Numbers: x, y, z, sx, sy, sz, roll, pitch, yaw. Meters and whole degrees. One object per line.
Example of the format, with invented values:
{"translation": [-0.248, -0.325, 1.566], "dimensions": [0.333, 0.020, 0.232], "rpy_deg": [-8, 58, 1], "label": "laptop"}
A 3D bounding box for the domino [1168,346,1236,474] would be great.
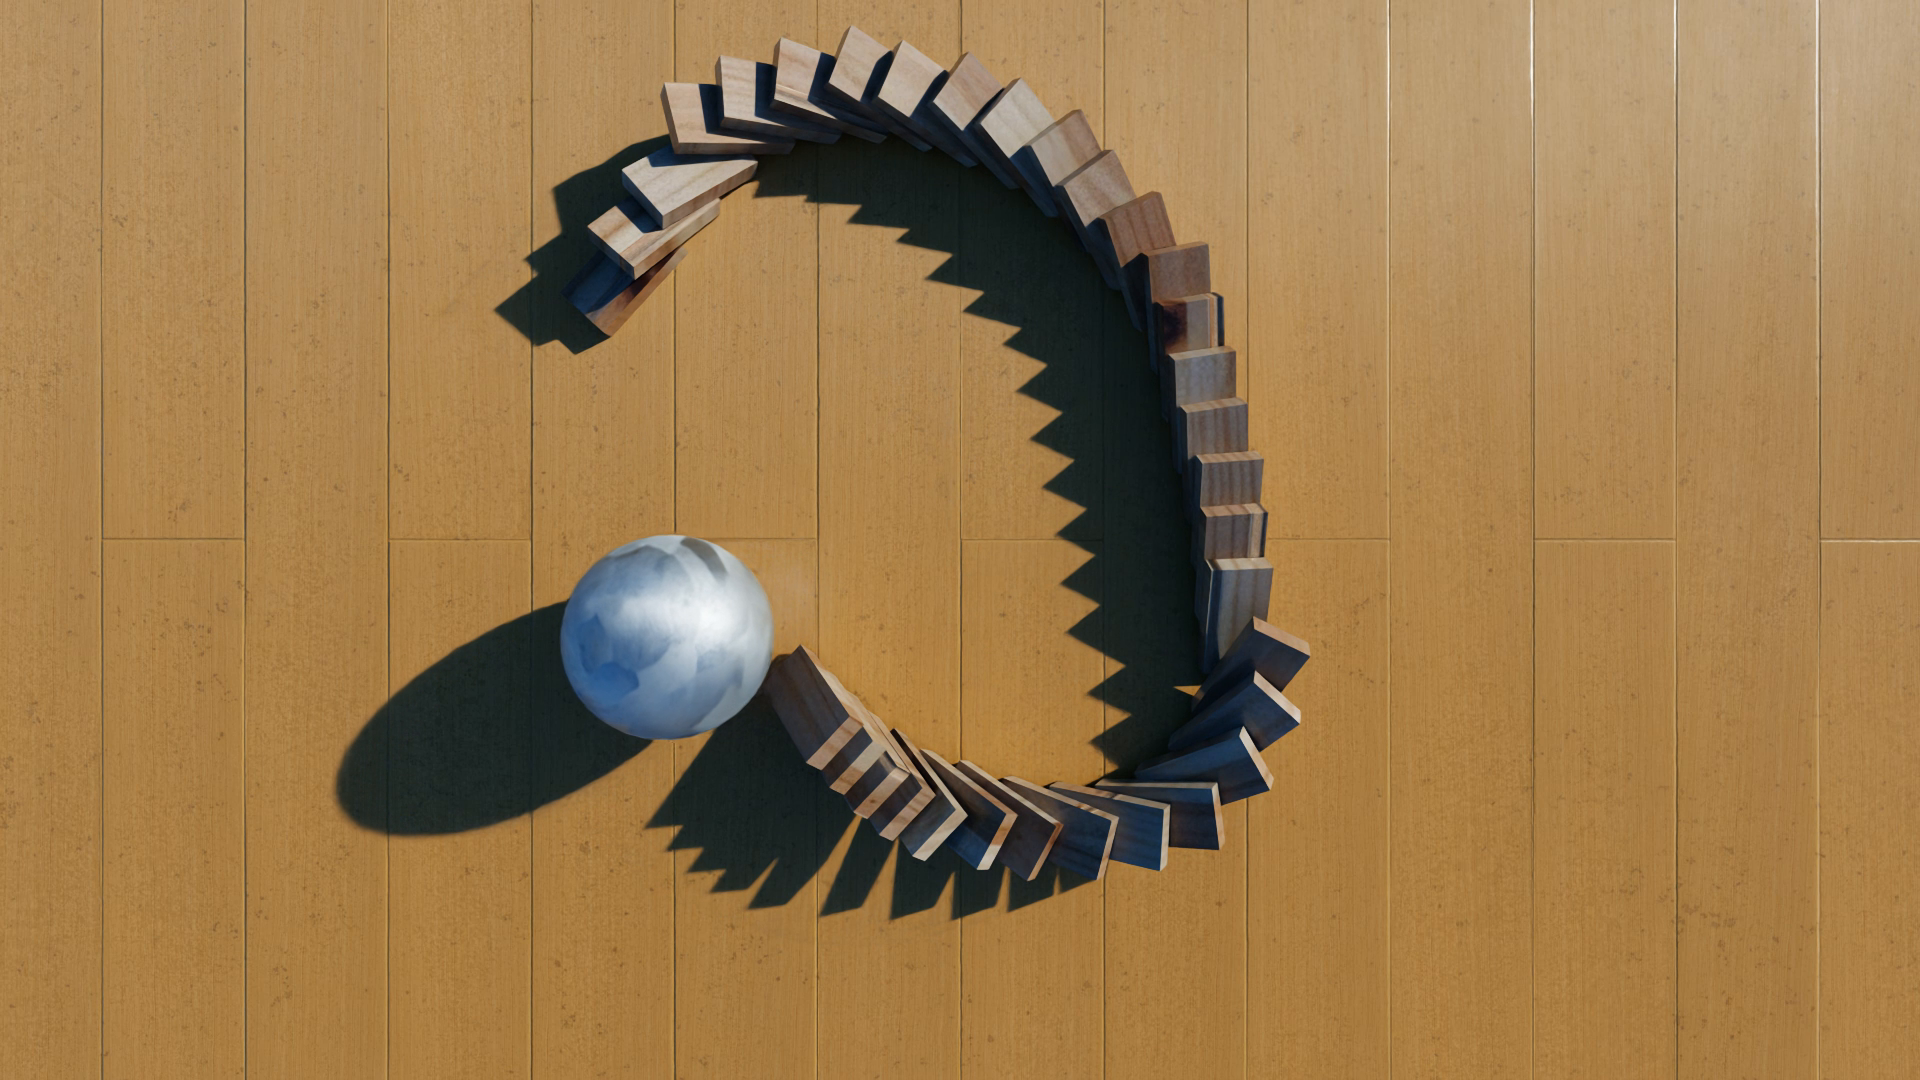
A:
{"translation": [0.102, -0.054, 0.385], "dimensions": [0.025, 0.009, 0.050], "rpy_deg": [-9, 117, 0], "label": "domino"}

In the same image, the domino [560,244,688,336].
{"translation": [-0.144, -0.115, 0.395], "dimensions": [0.025, 0.009, 0.050], "rpy_deg": [42, 90, 0], "label": "domino"}

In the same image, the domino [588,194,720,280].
{"translation": [-0.128, -0.135, 0.386], "dimensions": [0.025, 0.010, 0.050], "rpy_deg": [41, 66, -1], "label": "domino"}

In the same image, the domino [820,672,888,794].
{"translation": [-0.053, 0.078, 0.379], "dimensions": [0.025, 0.050, 0.009], "rpy_deg": [-47, 134, 0], "label": "domino"}

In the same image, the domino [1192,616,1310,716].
{"translation": [0.121, 0.058, 0.383], "dimensions": [0.025, 0.009, 0.050], "rpy_deg": [26, 121, 0], "label": "domino"}

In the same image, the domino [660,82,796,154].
{"translation": [-0.097, -0.176, 0.384], "dimensions": [0.050, 0.009, 0.025], "rpy_deg": [-13, 89, -29], "label": "domino"}

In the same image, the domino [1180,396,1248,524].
{"translation": [0.107, -0.033, 0.385], "dimensions": [0.025, 0.009, 0.050], "rpy_deg": [-9, 116, 0], "label": "domino"}

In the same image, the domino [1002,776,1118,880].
{"translation": [0.039, 0.120, 0.384], "dimensions": [0.050, 0.009, 0.025], "rpy_deg": [15, 90, 28], "label": "domino"}

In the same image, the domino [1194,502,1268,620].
{"translation": [0.113, 0.010, 0.385], "dimensions": [0.025, 0.010, 0.050], "rpy_deg": [-4, 116, 0], "label": "domino"}

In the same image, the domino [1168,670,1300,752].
{"translation": [0.114, 0.079, 0.383], "dimensions": [0.025, 0.010, 0.050], "rpy_deg": [42, 120, 0], "label": "domino"}

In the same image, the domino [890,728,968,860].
{"translation": [-0.021, 0.104, 0.380], "dimensions": [0.025, 0.010, 0.050], "rpy_deg": [-47, 48, 0], "label": "domino"}

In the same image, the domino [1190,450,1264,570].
{"translation": [0.112, -0.012, 0.385], "dimensions": [0.025, 0.009, 0.050], "rpy_deg": [-4, 116, -1], "label": "domino"}

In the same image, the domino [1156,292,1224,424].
{"translation": [0.097, -0.076, 0.384], "dimensions": [0.025, 0.009, 0.050], "rpy_deg": [-10, 117, -1], "label": "domino"}

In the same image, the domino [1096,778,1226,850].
{"translation": [0.083, 0.114, 0.383], "dimensions": [0.050, 0.010, 0.025], "rpy_deg": [-7, 91, 30], "label": "domino"}

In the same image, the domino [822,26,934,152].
{"translation": [-0.030, -0.188, 0.384], "dimensions": [0.050, 0.010, 0.025], "rpy_deg": [22, 90, -28], "label": "domino"}

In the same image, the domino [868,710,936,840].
{"translation": [-0.033, 0.096, 0.379], "dimensions": [0.025, 0.050, 0.009], "rpy_deg": [-47, 135, 0], "label": "domino"}

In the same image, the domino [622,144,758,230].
{"translation": [-0.113, -0.154, 0.385], "dimensions": [0.050, 0.010, 0.025], "rpy_deg": [-42, 90, -25], "label": "domino"}

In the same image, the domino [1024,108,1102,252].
{"translation": [0.050, -0.150, 0.384], "dimensions": [0.025, 0.010, 0.050], "rpy_deg": [-36, 117, 0], "label": "domino"}

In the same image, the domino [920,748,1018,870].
{"translation": [-0.003, 0.111, 0.381], "dimensions": [0.050, 0.009, 0.025], "rpy_deg": [28, 90, 36], "label": "domino"}

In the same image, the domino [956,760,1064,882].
{"translation": [0.015, 0.117, 0.384], "dimensions": [0.050, 0.009, 0.025], "rpy_deg": [28, 90, 28], "label": "domino"}

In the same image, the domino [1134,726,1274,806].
{"translation": [0.101, 0.099, 0.383], "dimensions": [0.050, 0.010, 0.025], "rpy_deg": [-30, 90, 31], "label": "domino"}

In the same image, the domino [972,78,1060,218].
{"translation": [0.031, -0.164, 0.384], "dimensions": [0.025, 0.009, 0.050], "rpy_deg": [-48, 118, 0], "label": "domino"}

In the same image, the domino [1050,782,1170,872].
{"translation": [0.062, 0.119, 0.384], "dimensions": [0.050, 0.010, 0.025], "rpy_deg": [4, 91, 29], "label": "domino"}

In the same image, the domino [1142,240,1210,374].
{"translation": [0.092, -0.097, 0.384], "dimensions": [0.025, 0.010, 0.050], "rpy_deg": [-12, 117, -1], "label": "domino"}

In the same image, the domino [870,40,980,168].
{"translation": [-0.010, -0.182, 0.384], "dimensions": [0.050, 0.009, 0.025], "rpy_deg": [24, 90, -28], "label": "domino"}

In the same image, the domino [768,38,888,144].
{"translation": [-0.054, -0.187, 0.384], "dimensions": [0.050, 0.010, 0.025], "rpy_deg": [6, 90, -28], "label": "domino"}

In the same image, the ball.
{"translation": [-0.113, 0.038, 0.360], "dimensions": [0.080, 0.080, 0.080], "rpy_deg": [0, 90, 0], "label": "ball"}

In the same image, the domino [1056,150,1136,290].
{"translation": [0.064, -0.134, 0.384], "dimensions": [0.025, 0.009, 0.050], "rpy_deg": [-36, 117, 0], "label": "domino"}

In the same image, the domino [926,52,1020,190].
{"translation": [0.013, -0.175, 0.384], "dimensions": [0.050, 0.009, 0.025], "rpy_deg": [36, 90, -28], "label": "domino"}

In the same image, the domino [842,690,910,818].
{"translation": [-0.043, 0.087, 0.379], "dimensions": [0.025, 0.050, 0.010], "rpy_deg": [-46, 134, 0], "label": "domino"}

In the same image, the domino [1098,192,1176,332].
{"translation": [0.078, -0.116, 0.384], "dimensions": [0.025, 0.009, 0.050], "rpy_deg": [-26, 118, 0], "label": "domino"}

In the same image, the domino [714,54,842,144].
{"translation": [-0.076, -0.184, 0.384], "dimensions": [0.050, 0.009, 0.025], "rpy_deg": [-4, 90, -29], "label": "domino"}

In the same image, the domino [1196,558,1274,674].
{"translation": [0.115, 0.032, 0.385], "dimensions": [0.025, 0.010, 0.050], "rpy_deg": [-3, 116, 0], "label": "domino"}

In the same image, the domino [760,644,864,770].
{"translation": [-0.062, 0.068, 0.379], "dimensions": [0.025, 0.050, 0.009], "rpy_deg": [-47, 134, 0], "label": "domino"}
